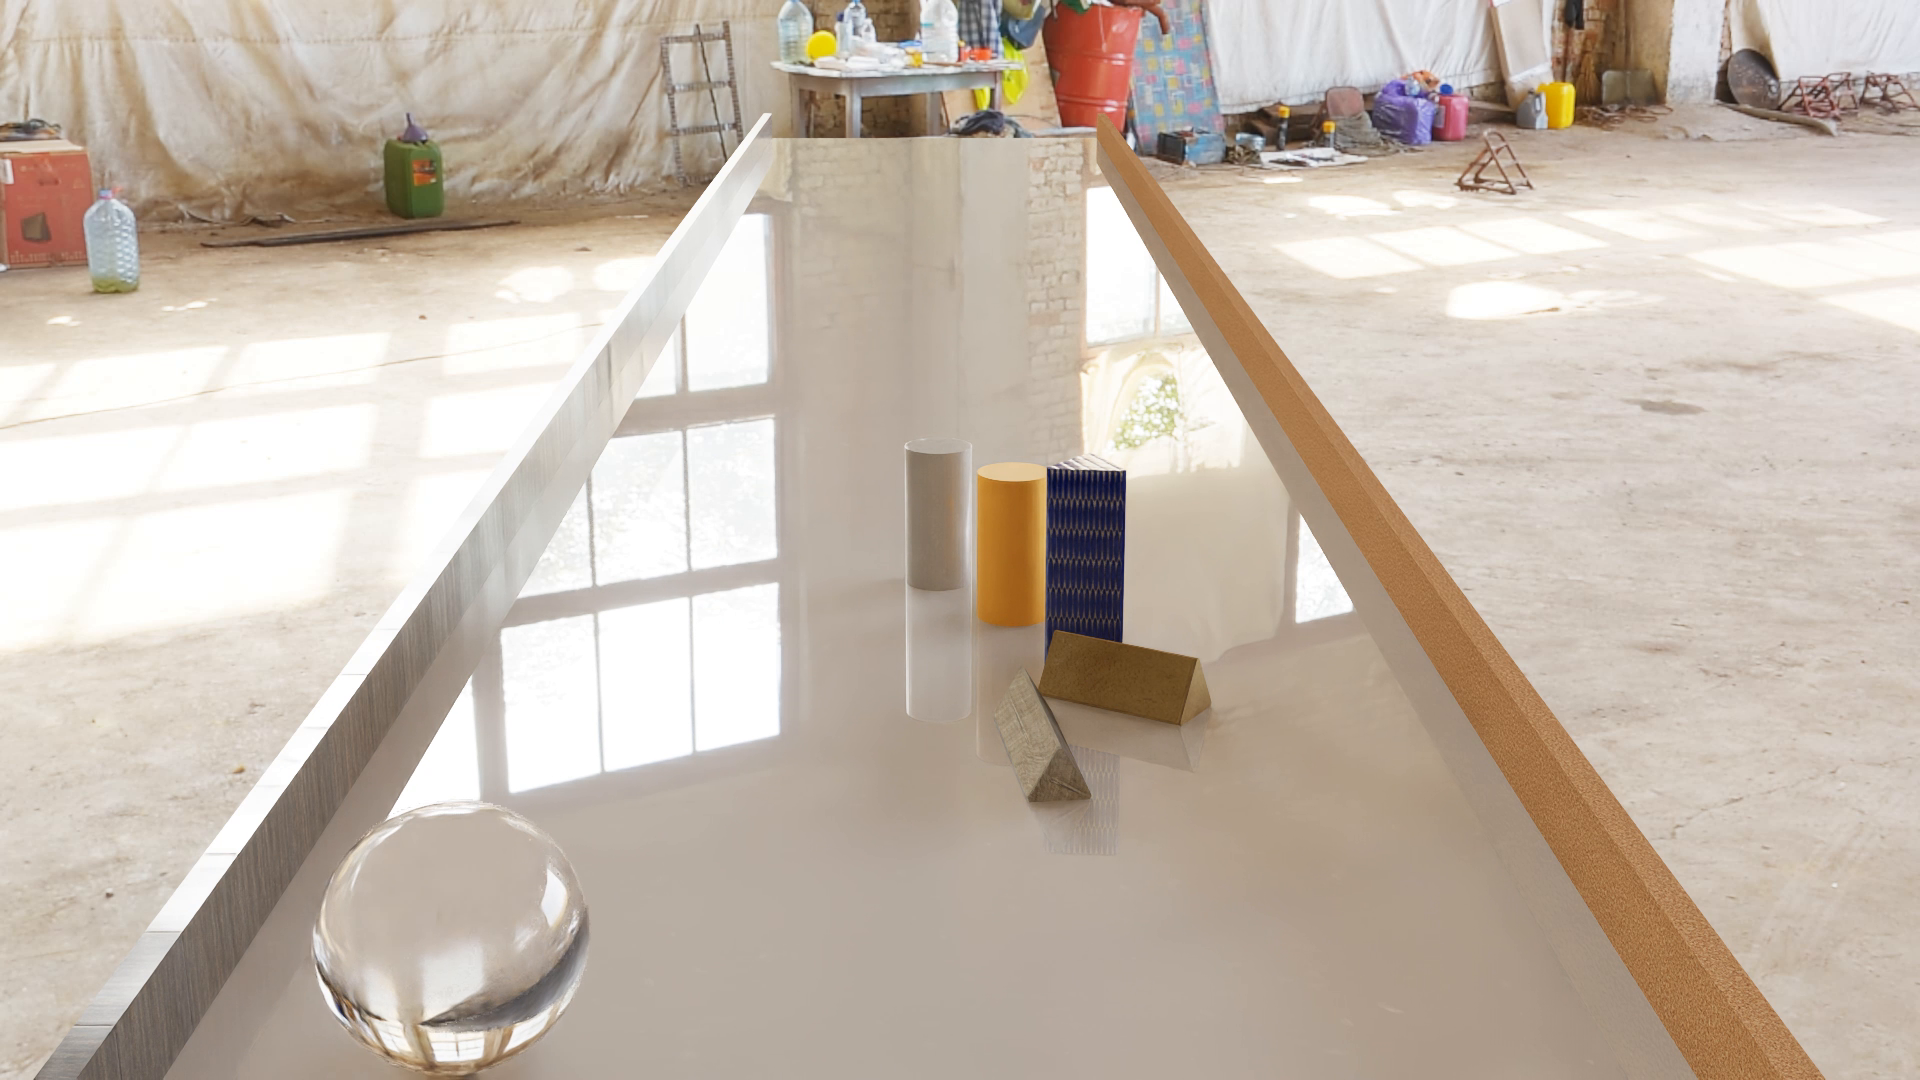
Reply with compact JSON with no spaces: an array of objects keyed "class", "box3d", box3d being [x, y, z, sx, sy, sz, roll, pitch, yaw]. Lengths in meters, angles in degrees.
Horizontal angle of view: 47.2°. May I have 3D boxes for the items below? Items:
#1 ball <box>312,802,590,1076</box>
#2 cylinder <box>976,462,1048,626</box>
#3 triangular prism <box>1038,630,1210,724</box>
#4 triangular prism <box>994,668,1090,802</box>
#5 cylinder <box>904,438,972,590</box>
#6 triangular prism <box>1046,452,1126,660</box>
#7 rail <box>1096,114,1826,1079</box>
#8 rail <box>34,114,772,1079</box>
[{"class":"ball","box3d":[-0.660,0.518,2.867,0.352,0.352,0.352,0,17,0]},{"class":"cylinder","box3d":[0.113,0.008,4.645,0.155,0.316,0.155,0,17,0]},{"class":"triangular prism","box3d":[0.313,0.250,4.180,0.306,0.111,0.128,10,19,31]},{"class":"triangular prism","box3d":[0.143,0.339,3.916,0.108,0.093,0.406,-2,17,-7]},{"class":"cylinder","box3d":[-0.048,-0.058,4.876,0.148,0.311,0.148,0,17,0]},{"class":"triangular prism","box3d":[0.253,0.039,4.385,0.152,0.406,0.131,2,17,7]},{"class":"rail","box3d":[0.932,-0.844,7.801,0.050,0.150,12.000,0,17,-1]},{"class":"rail","box3d":[-1.118,-0.838,7.780,0.050,0.150,12.000,0,17,-1]}]
